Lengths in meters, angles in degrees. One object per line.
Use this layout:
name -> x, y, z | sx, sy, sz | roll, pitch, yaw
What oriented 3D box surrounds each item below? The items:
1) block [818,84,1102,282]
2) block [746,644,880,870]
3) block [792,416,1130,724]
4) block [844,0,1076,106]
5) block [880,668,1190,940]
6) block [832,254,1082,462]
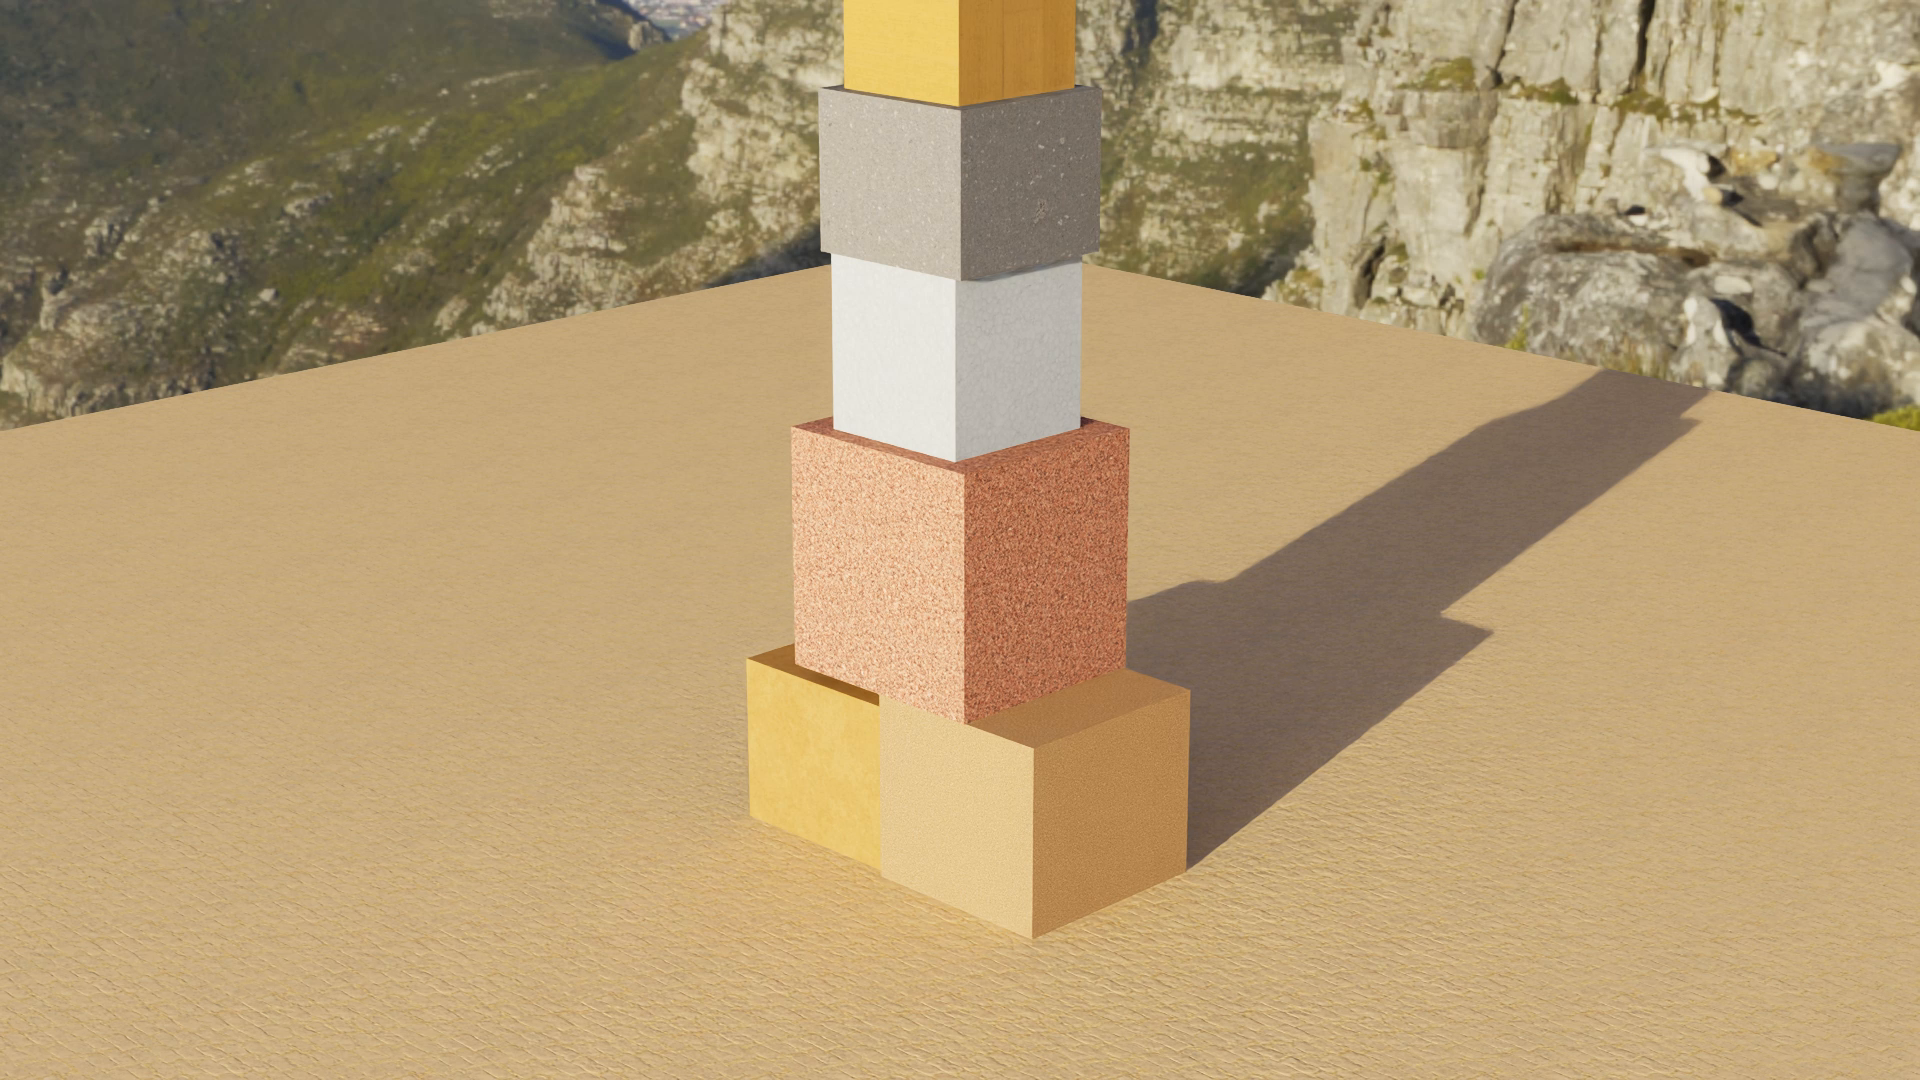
block -> 0.000, -1.618, 12.834 | 0.866, 0.720, 0.873 | -17, 24, -42
block -> -0.353, 0.948, 13.987 | 0.908, 0.804, 0.955 | -17, 24, -42
block -> 0.001, 0.036, 13.354 | 1.052, 1.136, 1.101 | -17, 24, -42
block -> -0.002, -2.275, 12.626 | 0.712, 0.659, 0.700 | -17, 24, -42
block -> 0.339, 1.108, 13.330 | 1.026, 0.894, 0.957 | -17, 24, -42
block -> -0.013, -0.886, 13.050 | 0.793, 0.806, 0.772 | -17, 24, -42
